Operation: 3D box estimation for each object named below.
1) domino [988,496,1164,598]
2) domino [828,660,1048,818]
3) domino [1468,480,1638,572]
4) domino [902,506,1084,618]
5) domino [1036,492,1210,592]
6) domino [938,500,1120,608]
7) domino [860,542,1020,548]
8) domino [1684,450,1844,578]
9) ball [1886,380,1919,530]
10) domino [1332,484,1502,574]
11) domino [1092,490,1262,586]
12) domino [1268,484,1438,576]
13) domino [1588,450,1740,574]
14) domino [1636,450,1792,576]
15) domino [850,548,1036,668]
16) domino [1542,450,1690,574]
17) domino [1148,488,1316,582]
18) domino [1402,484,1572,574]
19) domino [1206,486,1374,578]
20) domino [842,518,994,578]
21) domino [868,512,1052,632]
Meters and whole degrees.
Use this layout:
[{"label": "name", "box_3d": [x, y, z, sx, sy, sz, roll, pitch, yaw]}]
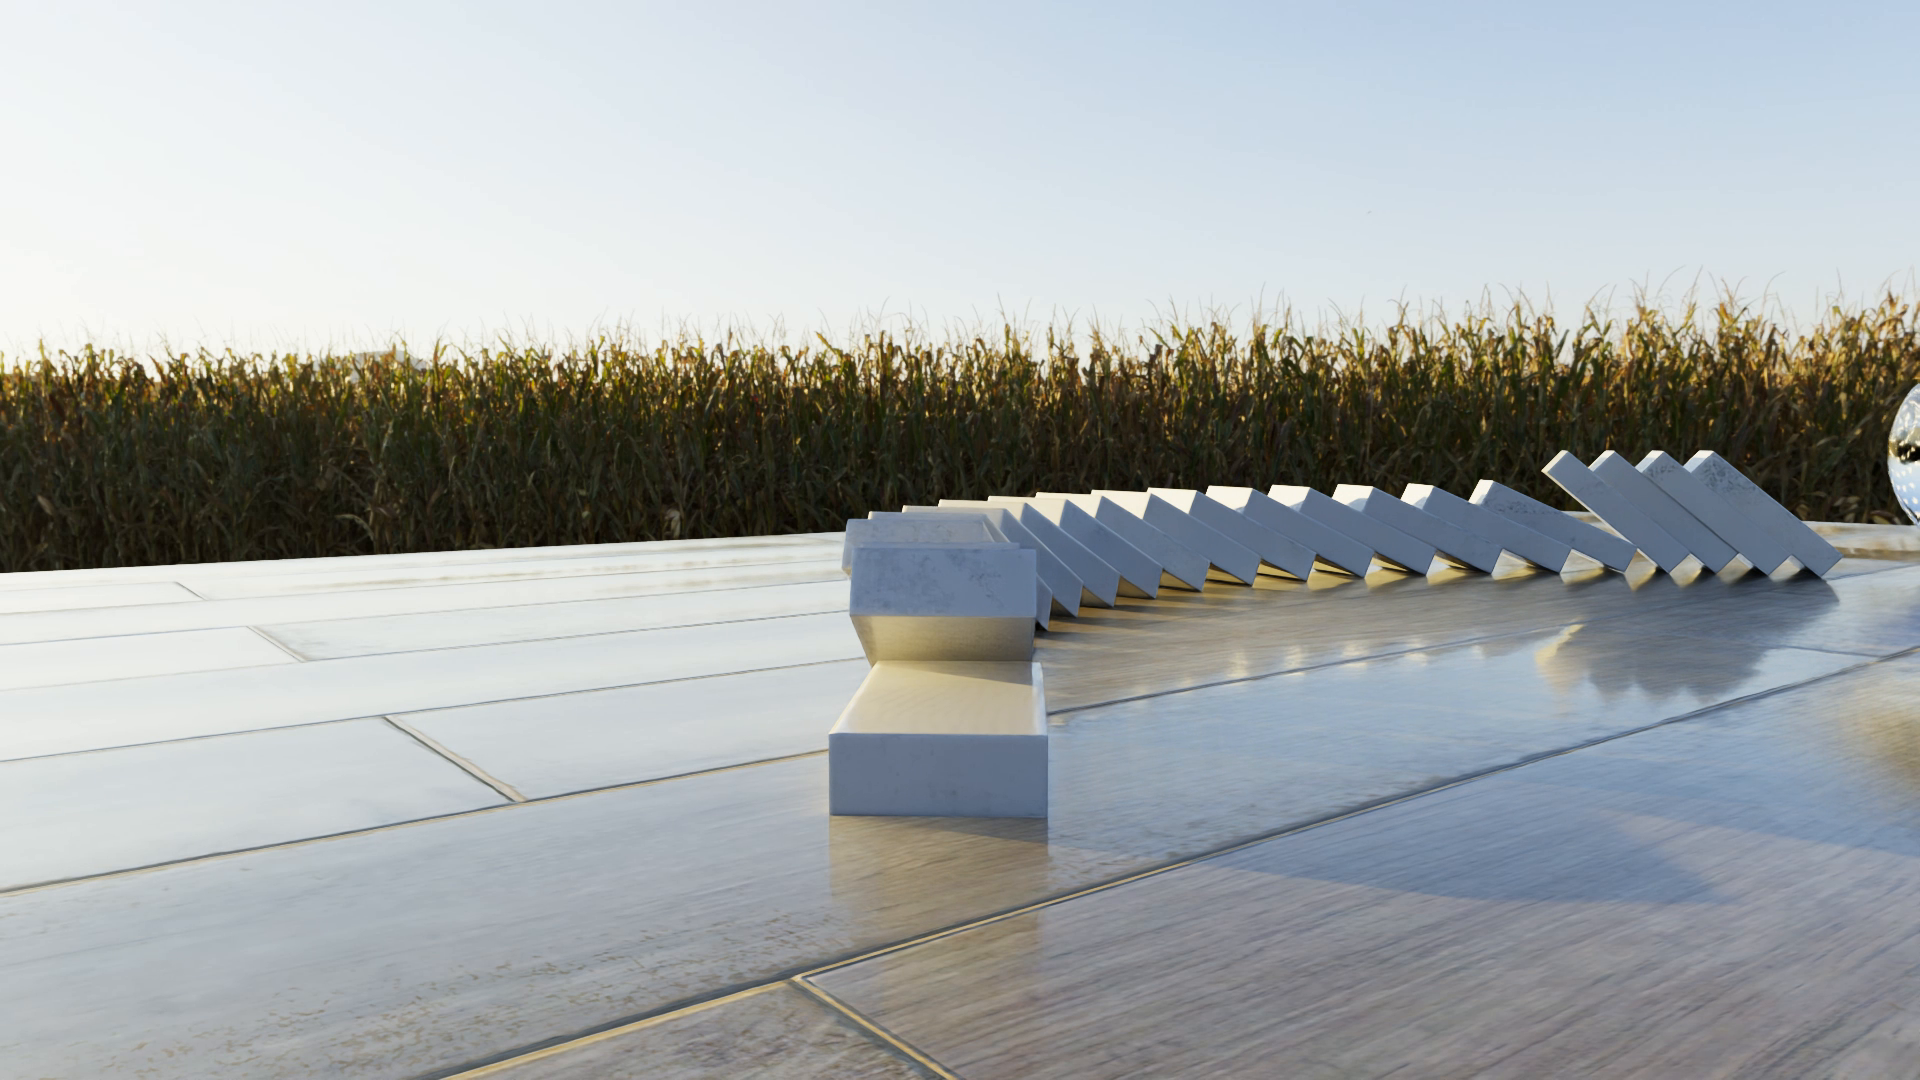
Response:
[{"label": "domino", "box_3d": [0.031, 0.002, 0.343, 0.025, 0.009, 0.050, 4, -18, 40]}, {"label": "domino", "box_3d": [-0.001, 0.025, 0.171, 0.025, 0.010, 0.050, 0, 4, 3]}, {"label": "domino", "box_3d": [0.201, -0.005, 0.437, 0.050, 0.009, 0.025, 26, 9, 10]}, {"label": "domino", "box_3d": [0.008, 0.006, 0.299, 0.025, 0.009, 0.050, 2, -19, 27]}, {"label": "domino", "box_3d": [0.046, 0.001, 0.364, 0.050, 0.009, 0.025, 27, -14, -39]}, {"label": "domino", "box_3d": [0.017, 0.004, 0.323, 0.025, 0.010, 0.050, 3, -19, 36]}, {"label": "domino", "box_3d": [-0.002, 0.012, 0.224, 0.025, 0.010, 0.050, 0, -17, 2]}, {"label": "domino", "box_3d": [0.264, -0.009, 0.424, 0.050, 0.009, 0.025, 44, 17, 12]}, {"label": "ball", "box_3d": [0.348, -0.029, 0.414, 0.080, 0.080, 0.080, 0, 4, 0]}, {"label": "domino", "box_3d": [0.151, -0.004, 0.427, 0.050, 0.010, 0.025, 23, 0, -10]}, {"label": "domino", "box_3d": [0.063, 0.000, 0.381, 0.050, 0.009, 0.025, 26, -11, -34]}, {"label": "domino", "box_3d": [0.127, -0.003, 0.421, 0.050, 0.009, 0.025, 23, -1, -14]}, {"label": "domino", "box_3d": [0.237, -0.010, 0.435, 0.050, 0.009, 0.025, 44, 17, 12]}, {"label": "domino", "box_3d": [0.250, -0.010, 0.429, 0.050, 0.009, 0.025, 44, 17, 12]}, {"label": "domino", "box_3d": [-0.002, 0.014, 0.196, 0.025, 0.009, 0.050, 0, -19, 2]}, {"label": "domino", "box_3d": [0.222, -0.010, 0.436, 0.050, 0.009, 0.025, 44, 17, 12]}, {"label": "domino", "box_3d": [0.083, -0.002, 0.398, 0.050, 0.010, 0.025, 24, -7, -25]}, {"label": "domino", "box_3d": [0.176, -0.004, 0.433, 0.050, 0.010, 0.025, 24, 4, -1]}, {"label": "domino", "box_3d": [0.104, -0.003, 0.410, 0.050, 0.009, 0.025, 24, -4, -20]}, {"label": "domino", "box_3d": [-0.003, 0.009, 0.250, 0.025, 0.009, 0.050, 1, -20, 13]}, {"label": "domino", "box_3d": [0.001, 0.008, 0.275, 0.025, 0.009, 0.050, 2, -19, 21]}]
